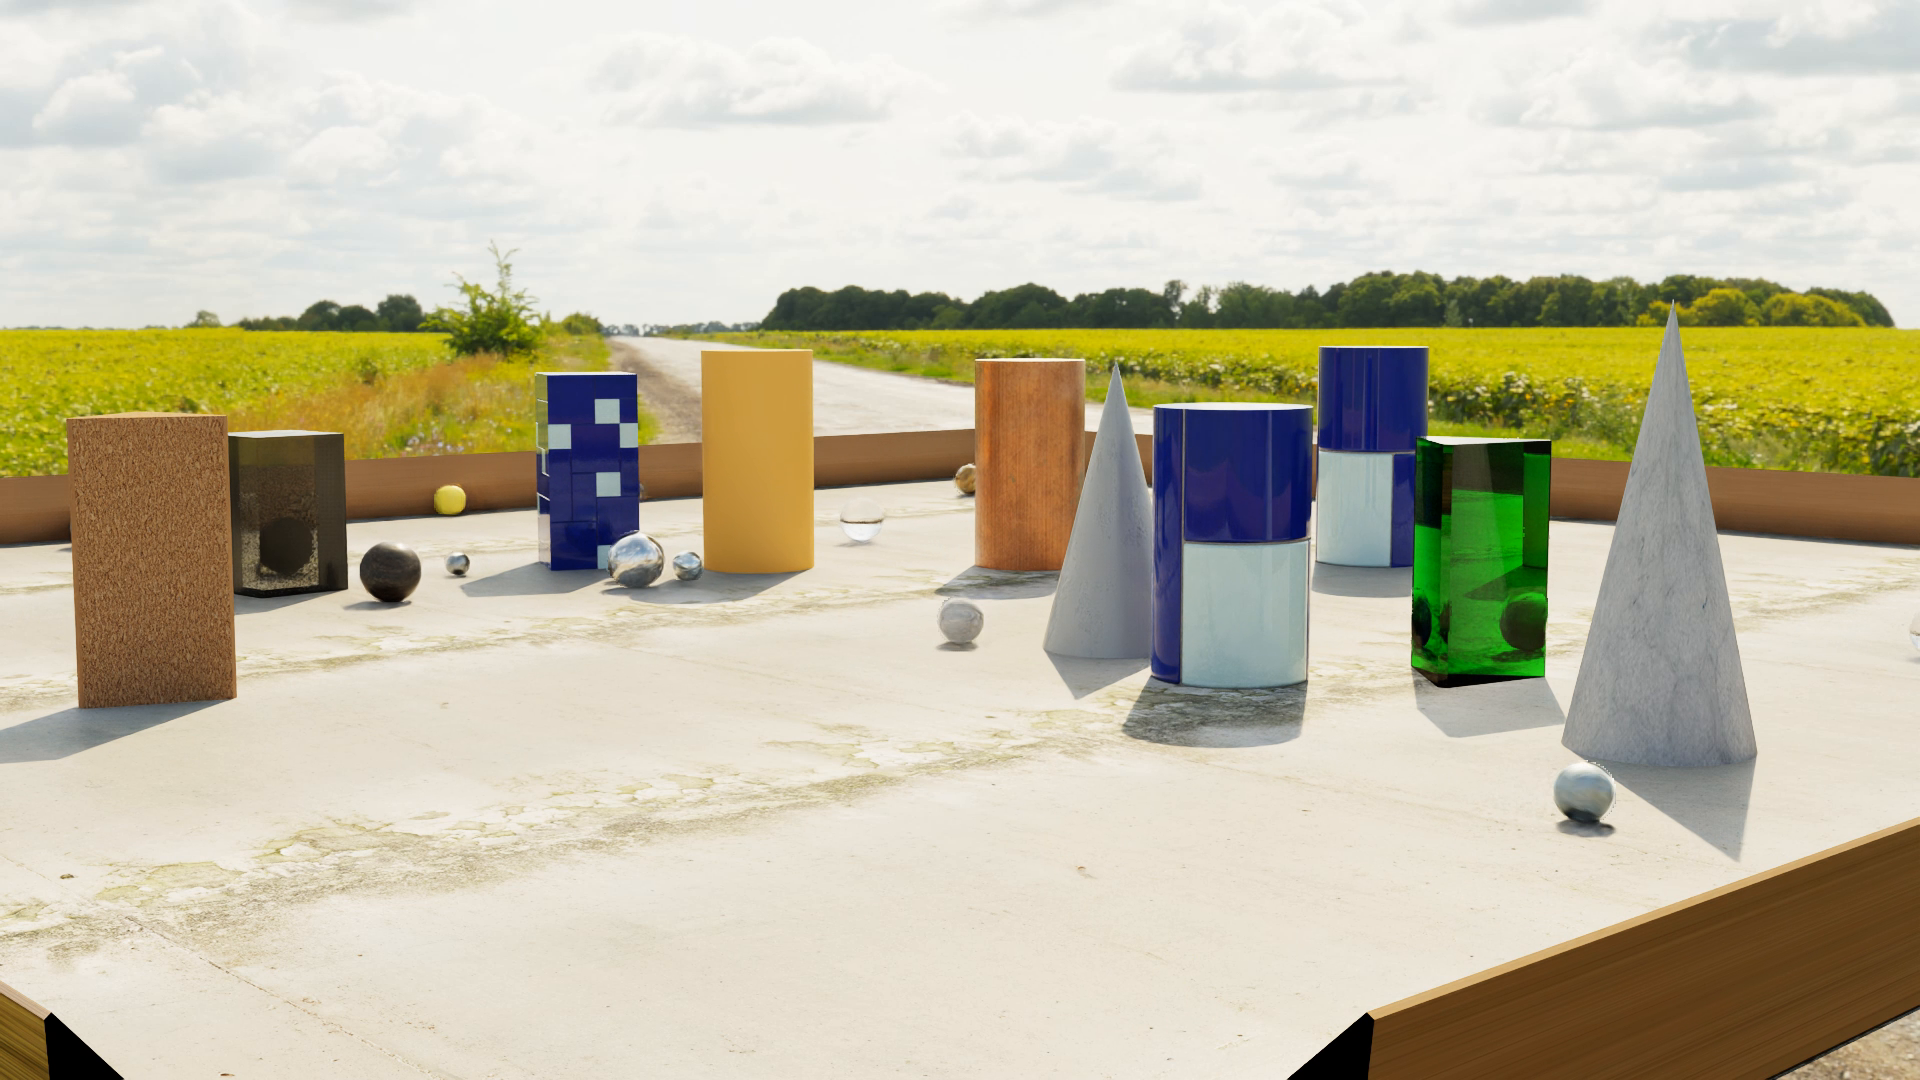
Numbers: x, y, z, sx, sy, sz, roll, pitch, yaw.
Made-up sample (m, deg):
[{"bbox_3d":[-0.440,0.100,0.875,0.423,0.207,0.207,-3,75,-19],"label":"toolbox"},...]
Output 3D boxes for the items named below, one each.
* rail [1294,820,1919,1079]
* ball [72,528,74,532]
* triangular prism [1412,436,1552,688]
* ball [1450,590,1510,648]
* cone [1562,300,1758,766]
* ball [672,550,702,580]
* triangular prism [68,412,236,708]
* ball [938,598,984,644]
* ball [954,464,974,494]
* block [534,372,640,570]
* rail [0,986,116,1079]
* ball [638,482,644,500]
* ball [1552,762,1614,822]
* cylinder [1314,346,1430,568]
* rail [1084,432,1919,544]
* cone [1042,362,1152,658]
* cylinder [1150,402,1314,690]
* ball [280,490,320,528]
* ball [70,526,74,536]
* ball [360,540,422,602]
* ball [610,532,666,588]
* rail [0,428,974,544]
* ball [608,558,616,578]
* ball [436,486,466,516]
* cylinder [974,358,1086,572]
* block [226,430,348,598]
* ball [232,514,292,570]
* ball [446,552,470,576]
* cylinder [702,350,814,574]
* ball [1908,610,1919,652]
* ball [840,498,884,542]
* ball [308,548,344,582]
[{"bbox_3d":[1.236,0.173,2.000,3.784,0.124,0.045,-6,8,-42],"label":"rail"},{"bbox_3d":[-1.614,-0.033,4.117,0.092,0.092,0.092,0,6,0],"label":"ball"},{"bbox_3d":[0.603,0.021,2.675,0.166,0.287,0.143,-3,7,-30],"label":"triangular prism"},{"bbox_3d":[0.682,0.105,2.887,0.076,0.076,0.076,0,6,0],"label":"ball"},{"bbox_3d":[0.711,-0.015,2.217,0.191,0.454,0.191,0,6,0],"label":"cone"},{"bbox_3d":[-0.448,0.042,3.607,0.050,0.050,0.050,0,6,0],"label":"ball"},{"bbox_3d":[-0.934,0.017,2.536,0.166,0.324,0.143,-3,7,-23],"label":"triangular prism"},{"bbox_3d":[0.002,0.107,2.931,0.062,0.062,0.062,0,6,0],"label":"ball"},{"bbox_3d":[0.024,-0.144,5.265,0.073,0.073,0.073,0,6,0],"label":"ball"},{"bbox_3d":[-0.649,-0.123,3.824,0.153,0.332,0.153,-2,6,-19],"label":"block"},{"bbox_3d":[-1.373,0.165,2.072,0.045,0.124,3.693,-6,8,-42],"label":"rail"},{"bbox_3d":[-0.750,-0.110,5.047,0.050,0.050,0.050,0,6,0],"label":"ball"},{"bbox_3d":[0.542,0.219,1.914,0.051,0.051,0.051,0,6,0],"label":"ball"},{"bbox_3d":[0.723,-0.150,3.861,0.191,0.378,0.191,0,6,0],"label":"cylinder"},{"bbox_3d":[1.373,-0.100,4.592,0.045,0.124,3.693,-6,8,-42],"label":"rail"},{"bbox_3d":[0.203,-0.047,2.880,0.191,0.379,0.191,0,6,0],"label":"cone"},{"bbox_3d":[0.327,0.002,2.654,0.191,0.328,0.191,0,6,0],"label":"cylinder"},{"bbox_3d":[-1.348,-0.065,4.489,0.077,0.077,0.077,0,6,0],"label":"ball"},{"bbox_3d":[-1.683,-0.022,4.225,0.047,0.047,0.047,0,6,0],"label":"ball"},{"bbox_3d":[-0.866,0.048,3.347,0.093,0.093,0.093,0,6,0],"label":"ball"},{"bbox_3d":[-0.516,0.032,3.516,0.089,0.089,0.089,0,6,0],"label":"ball"},{"bbox_3d":[-1.236,-0.108,4.664,3.784,0.124,0.045,-6,8,-42],"label":"rail"},{"bbox_3d":[-0.551,0.041,3.605,0.052,0.052,0.052,0,6,0],"label":"ball"},{"bbox_3d":[-1.097,-0.085,4.736,0.066,0.066,0.066,0,6,0],"label":"ball"},{"bbox_3d":[0.121,-0.134,3.816,0.191,0.356,0.191,0,6,0],"label":"cylinder"},{"bbox_3d":[-1.081,-0.044,3.479,0.153,0.248,0.153,5,8,42],"label":"block"},{"bbox_3d":[-1.190,0.004,3.752,0.096,0.096,0.096,0,6,0],"label":"ball"},{"bbox_3d":[-0.839,0.040,3.674,0.040,0.040,0.040,0,6,0],"label":"ball"},{"bbox_3d":[-0.347,-0.139,3.784,0.191,0.373,0.191,0,6,0],"label":"cylinder"},{"bbox_3d":[1.247,0.116,2.799,0.072,0.072,0.072,0,6,0],"label":"ball"},{"bbox_3d":[-0.188,-0.040,4.215,0.084,0.084,0.084,0,6,0],"label":"ball"},{"bbox_3d":[-1.034,0.041,3.587,0.055,0.055,0.055,0,6,0],"label":"ball"}]
